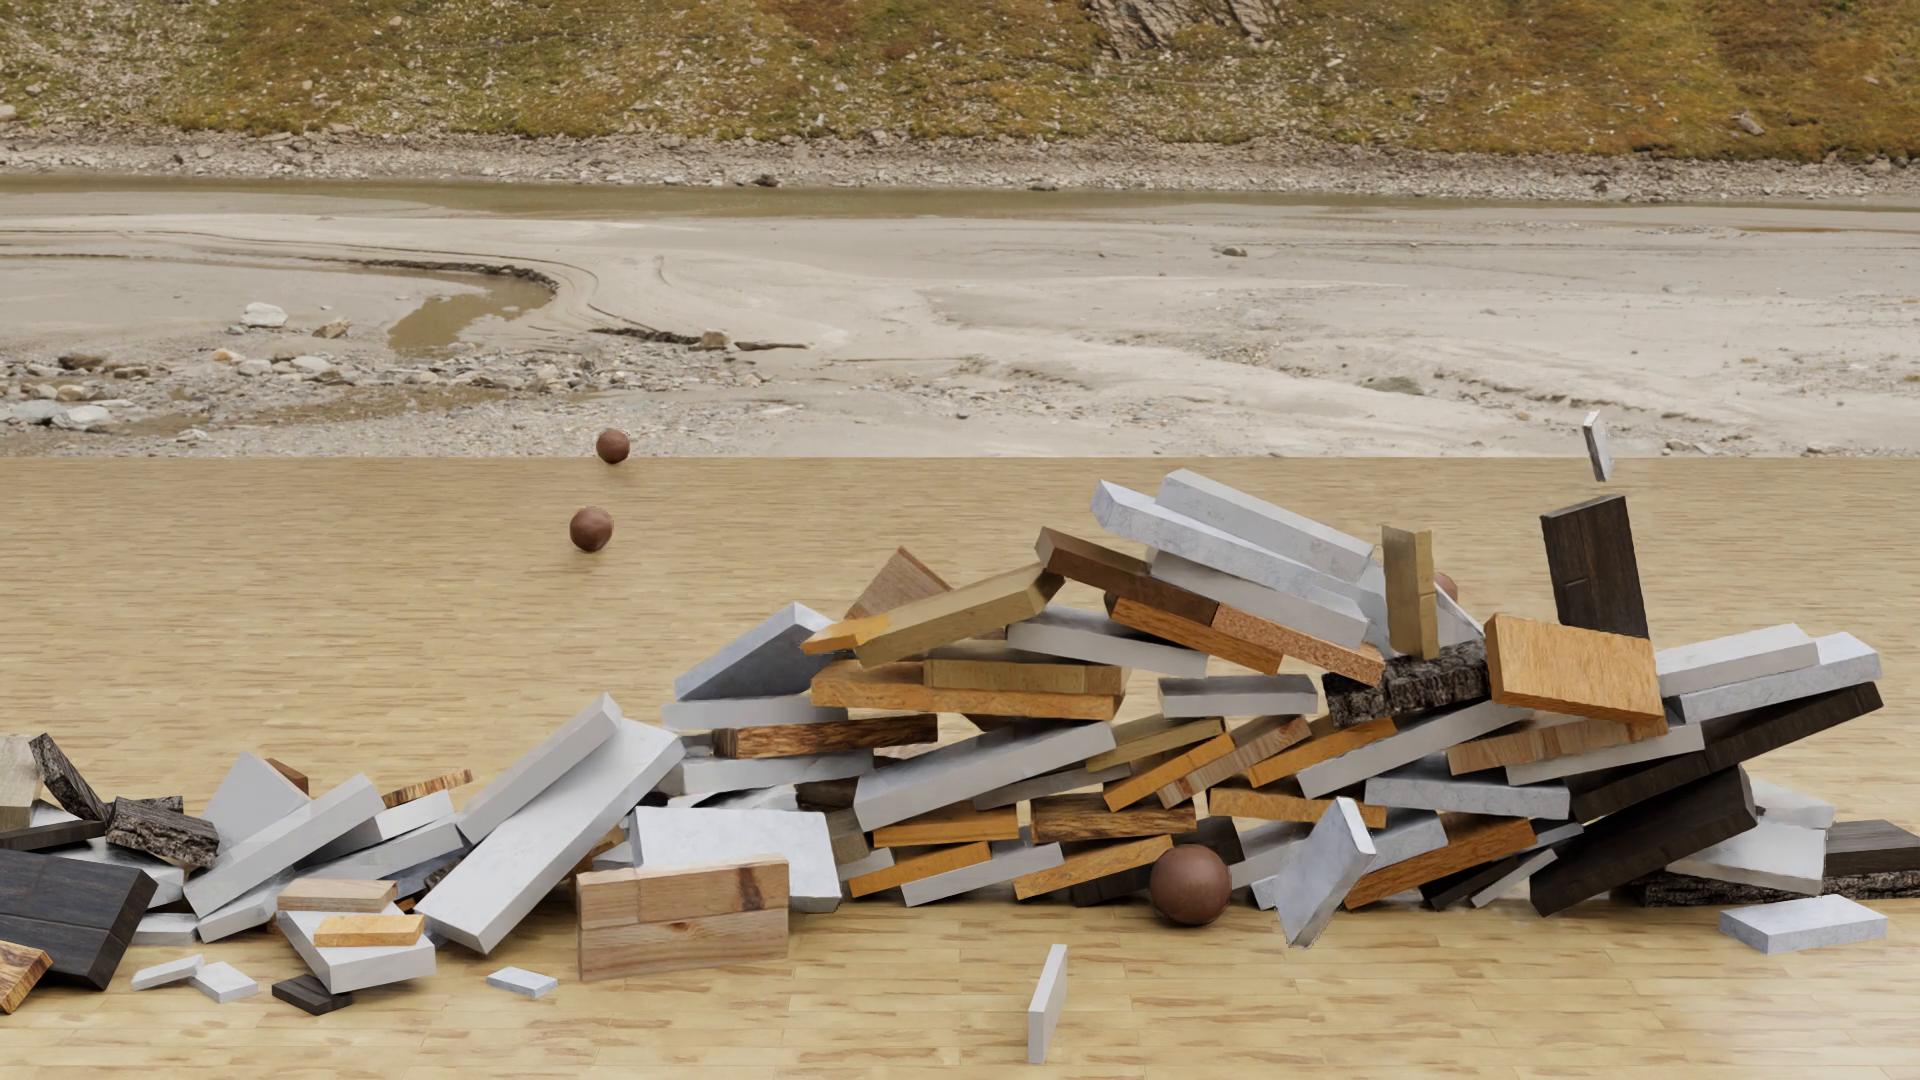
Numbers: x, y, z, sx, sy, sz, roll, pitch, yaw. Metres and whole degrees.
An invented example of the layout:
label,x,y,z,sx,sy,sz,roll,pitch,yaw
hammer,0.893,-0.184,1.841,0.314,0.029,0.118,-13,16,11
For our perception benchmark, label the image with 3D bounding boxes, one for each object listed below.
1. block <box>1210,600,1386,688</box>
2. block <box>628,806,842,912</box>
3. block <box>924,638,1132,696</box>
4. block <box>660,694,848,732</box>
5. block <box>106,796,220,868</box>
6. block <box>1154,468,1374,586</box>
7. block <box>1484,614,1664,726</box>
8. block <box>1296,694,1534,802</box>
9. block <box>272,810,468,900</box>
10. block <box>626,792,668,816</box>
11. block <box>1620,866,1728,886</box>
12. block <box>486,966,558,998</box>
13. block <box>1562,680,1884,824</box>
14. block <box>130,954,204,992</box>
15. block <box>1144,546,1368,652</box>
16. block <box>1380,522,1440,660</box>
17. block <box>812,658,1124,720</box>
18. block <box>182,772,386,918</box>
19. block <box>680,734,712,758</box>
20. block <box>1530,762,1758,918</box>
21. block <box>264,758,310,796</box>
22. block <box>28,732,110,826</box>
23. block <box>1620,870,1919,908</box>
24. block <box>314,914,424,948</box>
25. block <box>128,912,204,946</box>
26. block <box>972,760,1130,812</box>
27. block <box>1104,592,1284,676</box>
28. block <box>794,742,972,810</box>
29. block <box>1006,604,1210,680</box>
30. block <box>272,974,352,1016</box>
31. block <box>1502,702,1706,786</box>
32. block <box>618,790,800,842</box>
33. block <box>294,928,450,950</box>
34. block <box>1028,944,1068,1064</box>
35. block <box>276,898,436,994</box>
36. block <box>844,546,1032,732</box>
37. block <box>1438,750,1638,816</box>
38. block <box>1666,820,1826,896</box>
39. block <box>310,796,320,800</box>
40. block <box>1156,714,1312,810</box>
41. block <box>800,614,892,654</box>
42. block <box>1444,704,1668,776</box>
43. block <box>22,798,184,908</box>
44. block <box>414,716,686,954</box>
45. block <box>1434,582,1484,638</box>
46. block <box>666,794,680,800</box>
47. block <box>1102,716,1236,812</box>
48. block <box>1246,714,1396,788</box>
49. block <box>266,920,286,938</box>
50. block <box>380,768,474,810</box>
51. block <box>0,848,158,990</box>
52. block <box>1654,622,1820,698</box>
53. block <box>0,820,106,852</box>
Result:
label,x,y,z,sx,sy,sz,roll,pitch,yaw
block,0.541,0.155,3.551,0.281,0.040,0.140,20,11,1
block,-0.354,0.502,3.458,0.316,0.045,0.158,5,49,-25
block,0.114,0.206,3.607,0.321,0.046,0.161,2,10,11
block,-0.349,0.292,3.759,0.311,0.044,0.155,-3,-2,-4
block,-1.329,0.484,3.661,0.165,0.047,0.341,19,-9,-19
block,0.501,-0.025,3.596,0.346,0.049,0.173,23,11,12
block,0.952,0.203,3.415,0.270,0.135,0.038,9,-33,-13
block,0.733,0.309,3.581,0.383,0.048,0.170,-23,7,11
block,-0.948,0.521,3.580,0.307,0.043,0.153,-20,2,-2
block,-0.696,0.479,3.984,0.297,0.042,0.149,-9,9,-42
block,1.175,0.528,3.666,0.289,0.041,0.144,-1,11,-6
block,-0.651,0.657,3.270,0.096,0.014,0.048,7,12,32
block,1.217,0.325,3.550,0.500,0.044,0.154,-23,7,10
block,-1.181,0.644,3.277,0.096,0.014,0.048,-15,12,-4
block,0.477,0.078,3.574,0.354,0.050,0.177,20,11,-1
block,0.735,0.082,3.593,0.030,0.212,0.106,-10,11,-18
block,0.015,0.246,3.639,0.499,0.044,0.155,2,10,11
block,-1.104,0.494,3.588,0.330,0.047,0.165,-31,11,-18
block,-0.494,0.386,3.932,0.073,0.021,0.147,-3,-25,-36
block,1.088,0.479,3.525,0.373,0.038,0.133,-30,19,26
block,-1.262,0.466,4.111,0.023,0.082,0.164,-9,14,-39
block,-1.506,0.445,3.762,0.033,0.236,0.118,-31,47,-14
block,1.616,0.560,3.719,1.008,0.041,0.144,-1,11,-6
block,-0.876,0.580,3.265,0.147,0.021,0.073,-1,11,-2
block,-1.401,0.613,3.480,0.406,0.023,0.082,1,11,3
block,0.153,0.392,3.673,0.264,0.032,0.114,-14,10,6
block,0.374,0.138,3.548,0.281,0.040,0.140,19,11,-5
block,-0.152,0.432,4.040,0.357,0.173,0.049,6,44,27
block,0.236,0.159,3.576,0.321,0.046,0.161,10,12,-1
block,-0.949,0.665,3.218,0.118,0.017,0.059,9,14,41
block,1.032,0.327,3.566,0.308,0.044,0.154,-12,9,9
block,-0.560,0.511,4.010,0.563,0.030,0.107,-7,13,-34
block,-0.918,0.617,3.439,0.214,0.030,0.107,3,11,14
block,0.125,0.654,3.116,0.021,0.076,0.254,2,11,10
block,-0.920,0.599,3.337,0.153,0.043,0.322,-7,13,-30
block,0.025,0.213,3.773,0.451,0.158,0.045,39,1,1
block,1.036,0.404,3.892,0.366,0.050,0.177,2,36,7
block,1.250,0.495,3.499,0.229,0.033,0.115,7,38,19
block,-1.238,0.500,3.988,0.236,0.033,0.118,0,14,23
block,0.446,0.350,3.615,0.266,0.035,0.124,-28,7,8
block,-0.188,0.155,3.613,0.076,0.021,0.151,-32,13,-38
block,0.954,0.300,3.556,0.340,0.048,0.170,-12,9,10
block,-1.577,0.480,3.634,0.695,0.050,0.177,16,14,32
block,-0.648,0.461,3.507,0.148,0.042,0.477,13,44,36
block,0.878,0.186,3.908,0.212,0.106,0.030,45,21,2
block,-0.570,0.473,4.236,0.083,0.024,0.517,7,13,35
block,0.343,0.367,3.625,0.228,0.032,0.114,-29,8,8
block,0.587,0.327,3.595,0.247,0.035,0.124,-23,7,11
block,-1.045,0.609,3.522,0.059,0.017,0.118,6,12,31
block,-0.917,0.428,3.755,0.081,0.023,0.162,-21,-4,28
block,-1.414,0.570,3.343,0.355,0.050,0.177,4,55,20
block,1.199,0.199,3.522,0.307,0.038,0.135,-13,9,8
block,-1.464,0.473,3.510,0.083,0.024,0.167,-3,2,41
